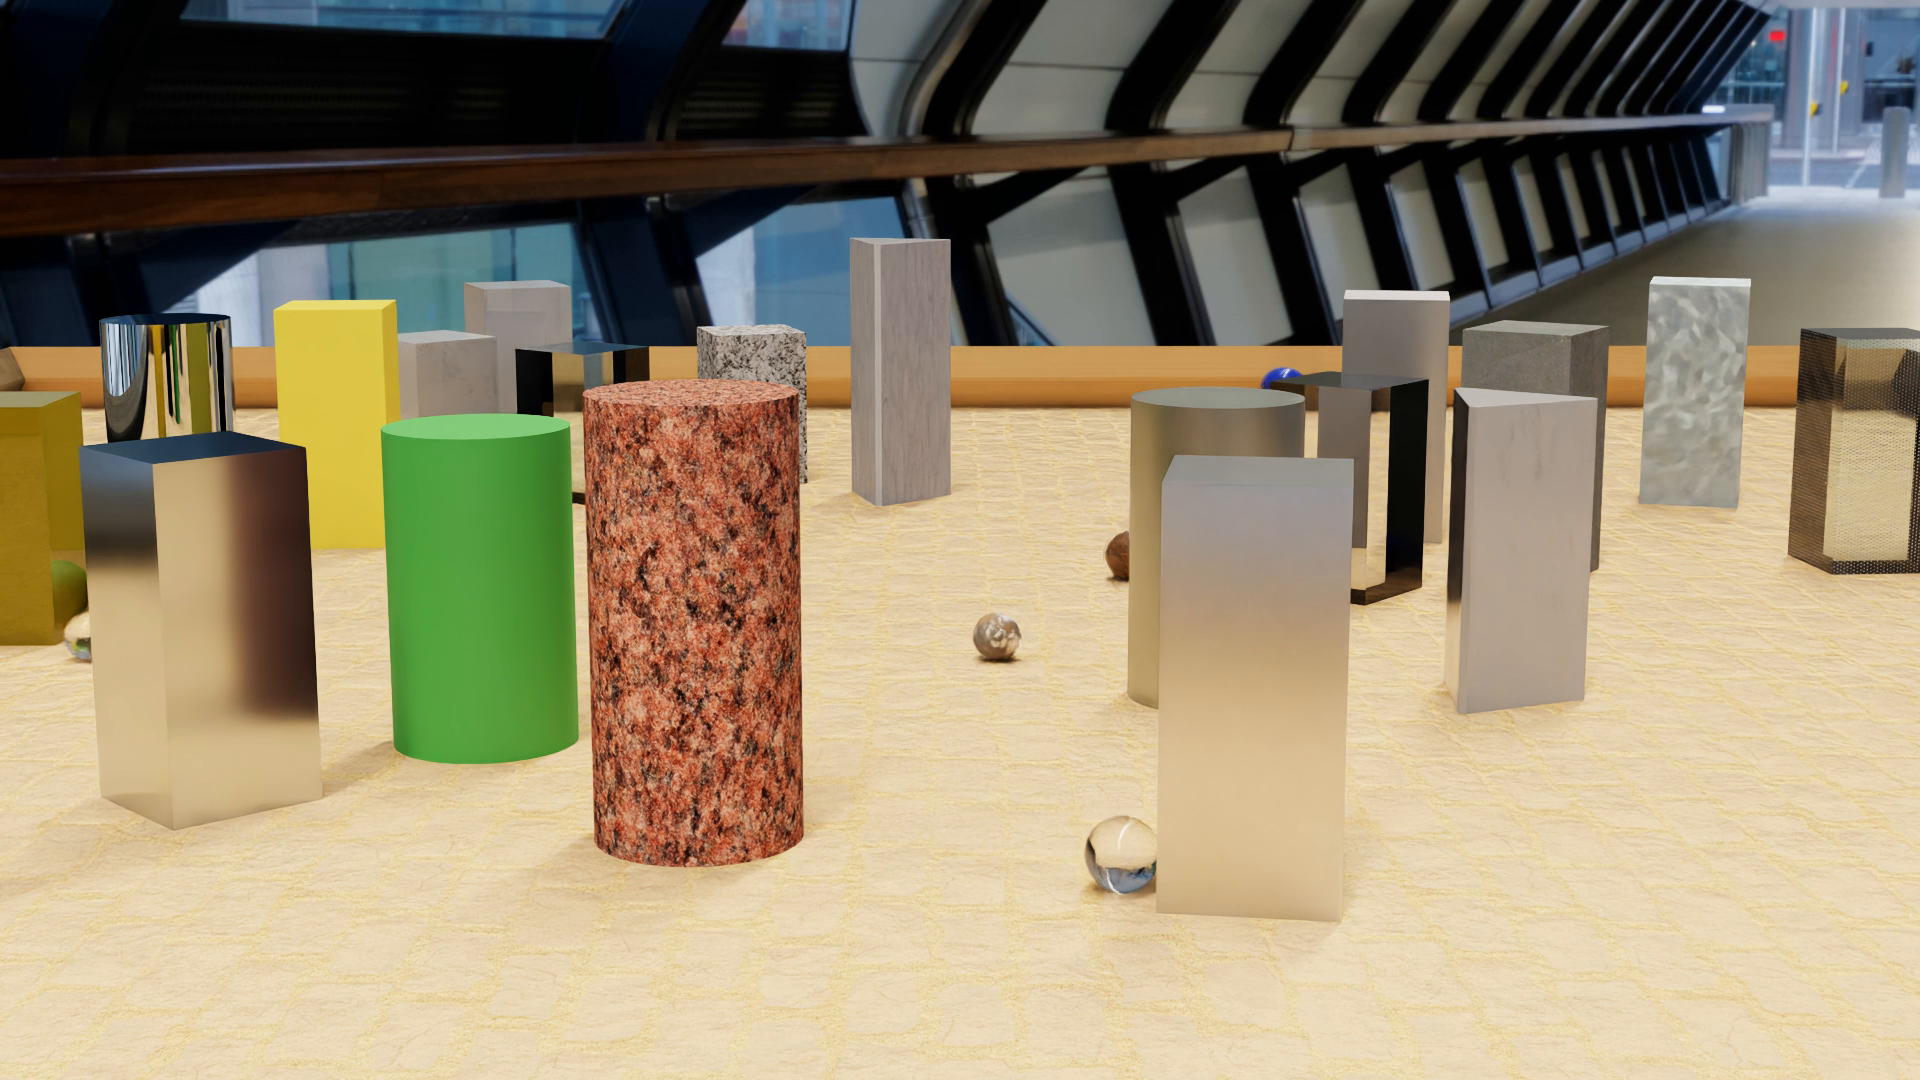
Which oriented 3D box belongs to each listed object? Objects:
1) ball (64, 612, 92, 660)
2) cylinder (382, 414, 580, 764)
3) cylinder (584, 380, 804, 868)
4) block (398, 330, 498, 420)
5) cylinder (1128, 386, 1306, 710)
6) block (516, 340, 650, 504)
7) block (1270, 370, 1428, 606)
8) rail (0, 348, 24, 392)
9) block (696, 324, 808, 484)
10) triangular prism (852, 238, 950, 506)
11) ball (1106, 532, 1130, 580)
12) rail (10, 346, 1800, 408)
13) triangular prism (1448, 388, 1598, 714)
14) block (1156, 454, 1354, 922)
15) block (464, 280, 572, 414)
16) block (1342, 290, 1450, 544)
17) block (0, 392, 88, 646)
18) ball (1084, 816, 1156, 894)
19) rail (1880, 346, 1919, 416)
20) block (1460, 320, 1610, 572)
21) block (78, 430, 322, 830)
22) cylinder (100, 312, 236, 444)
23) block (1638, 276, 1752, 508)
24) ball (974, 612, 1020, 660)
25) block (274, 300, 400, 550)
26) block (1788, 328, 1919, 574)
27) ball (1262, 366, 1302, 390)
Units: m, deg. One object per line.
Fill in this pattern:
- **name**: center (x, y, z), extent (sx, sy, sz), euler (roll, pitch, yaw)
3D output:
- **ball**: center (-1.081, 0.119, 3.184), extent (0.060, 0.060, 0.060), euler (0, 10, 0)
- **cylinder**: center (-0.518, 0.048, 2.777), extent (0.200, 0.346, 0.200), euler (0, 10, 0)
- **cylinder**: center (-0.250, 0.073, 2.421), extent (0.200, 0.428, 0.200), euler (0, 10, 0)
- **block**: center (-0.907, -0.216, 4.421), extent (0.160, 0.270, 0.160), euler (-10, 14, -43)
- **cylinder**: center (0.297, 0.009, 2.979), extent (0.200, 0.351, 0.200), euler (0, 10, 0)
- **block**: center (-0.643, -0.203, 4.395), extent (0.160, 0.253, 0.160), euler (8, 13, 35)
- **block**: center (0.541, -0.076, 3.589), extent (0.160, 0.296, 0.160), euler (8, 13, 38)
- **rail**: center (-2.009, 0.036, 3.437), extent (0.045, 0.130, 4.252), euler (0, 10, 0)
- **block**: center (-0.370, -0.241, 4.563), extent (0.160, 0.266, 0.160), euler (-3, 11, -18)
- **triangular prism**: center (-0.131, -0.291, 4.366), extent (0.150, 0.437, 0.173), euler (10, 14, 43)
- **ball**: center (0.243, 0.022, 3.680), extent (0.070, 0.070, 0.070), euler (0, 10, 0)
- **rail**: center (-0.012, -0.349, 5.516), extent (4.065, 0.130, 0.045), euler (0, 10, 0)
- **triangular prism**: center (0.618, 0.006, 2.992), extent (0.173, 0.352, 0.150), euler (-5, 11, -24)
- **block**: center (0.261, 0.126, 2.265), extent (0.160, 0.380, 0.160), euler (2, 11, 8)
- **block**: center (-0.813, -0.306, 4.739), extent (0.160, 0.331, 0.160), euler (-5, 11, -23)
- **block**: center (0.678, -0.196, 4.018), extent (0.160, 0.376, 0.160), euler (2, 11, 9)
- **block**: center (-1.233, -0.030, 3.315), extent (0.160, 0.306, 0.160), euler (0, 10, -1)
- **ball**: center (0.145, 0.280, 2.288), extent (0.069, 0.069, 0.069), euler (0, 10, 0)
- **rail**: center (2.009, 0.031, 3.460), extent (0.045, 0.130, 4.252), euler (0, 10, 0)
- **block**: center (0.827, -0.129, 3.709), extent (0.160, 0.356, 0.160), euler (7, 12, 32)
- **block**: center (-0.754, 0.084, 2.553), extent (0.160, 0.358, 0.160), euler (-10, 14, -42)
- **cylinder**: center (-1.258, -0.187, 4.092), extent (0.200, 0.332, 0.200), euler (0, 10, 0)
- **block**: center (1.244, -0.253, 4.343), extent (0.160, 0.369, 0.160), euler (3, 11, 17)
- **ball**: center (0.046, 0.120, 3.183), extent (0.059, 0.059, 0.059), euler (0, 10, 0)
- **block**: center (-0.956, -0.181, 3.965), extent (0.160, 0.365, 0.160), euler (-1, 11, -4)
- **block**: center (1.337, -0.133, 3.773), extent (0.160, 0.342, 0.160), euler (-1, 11, -5)
- **ball**: center (0.690, -0.320, 5.455), extent (0.097, 0.097, 0.097), euler (0, 10, 0)
